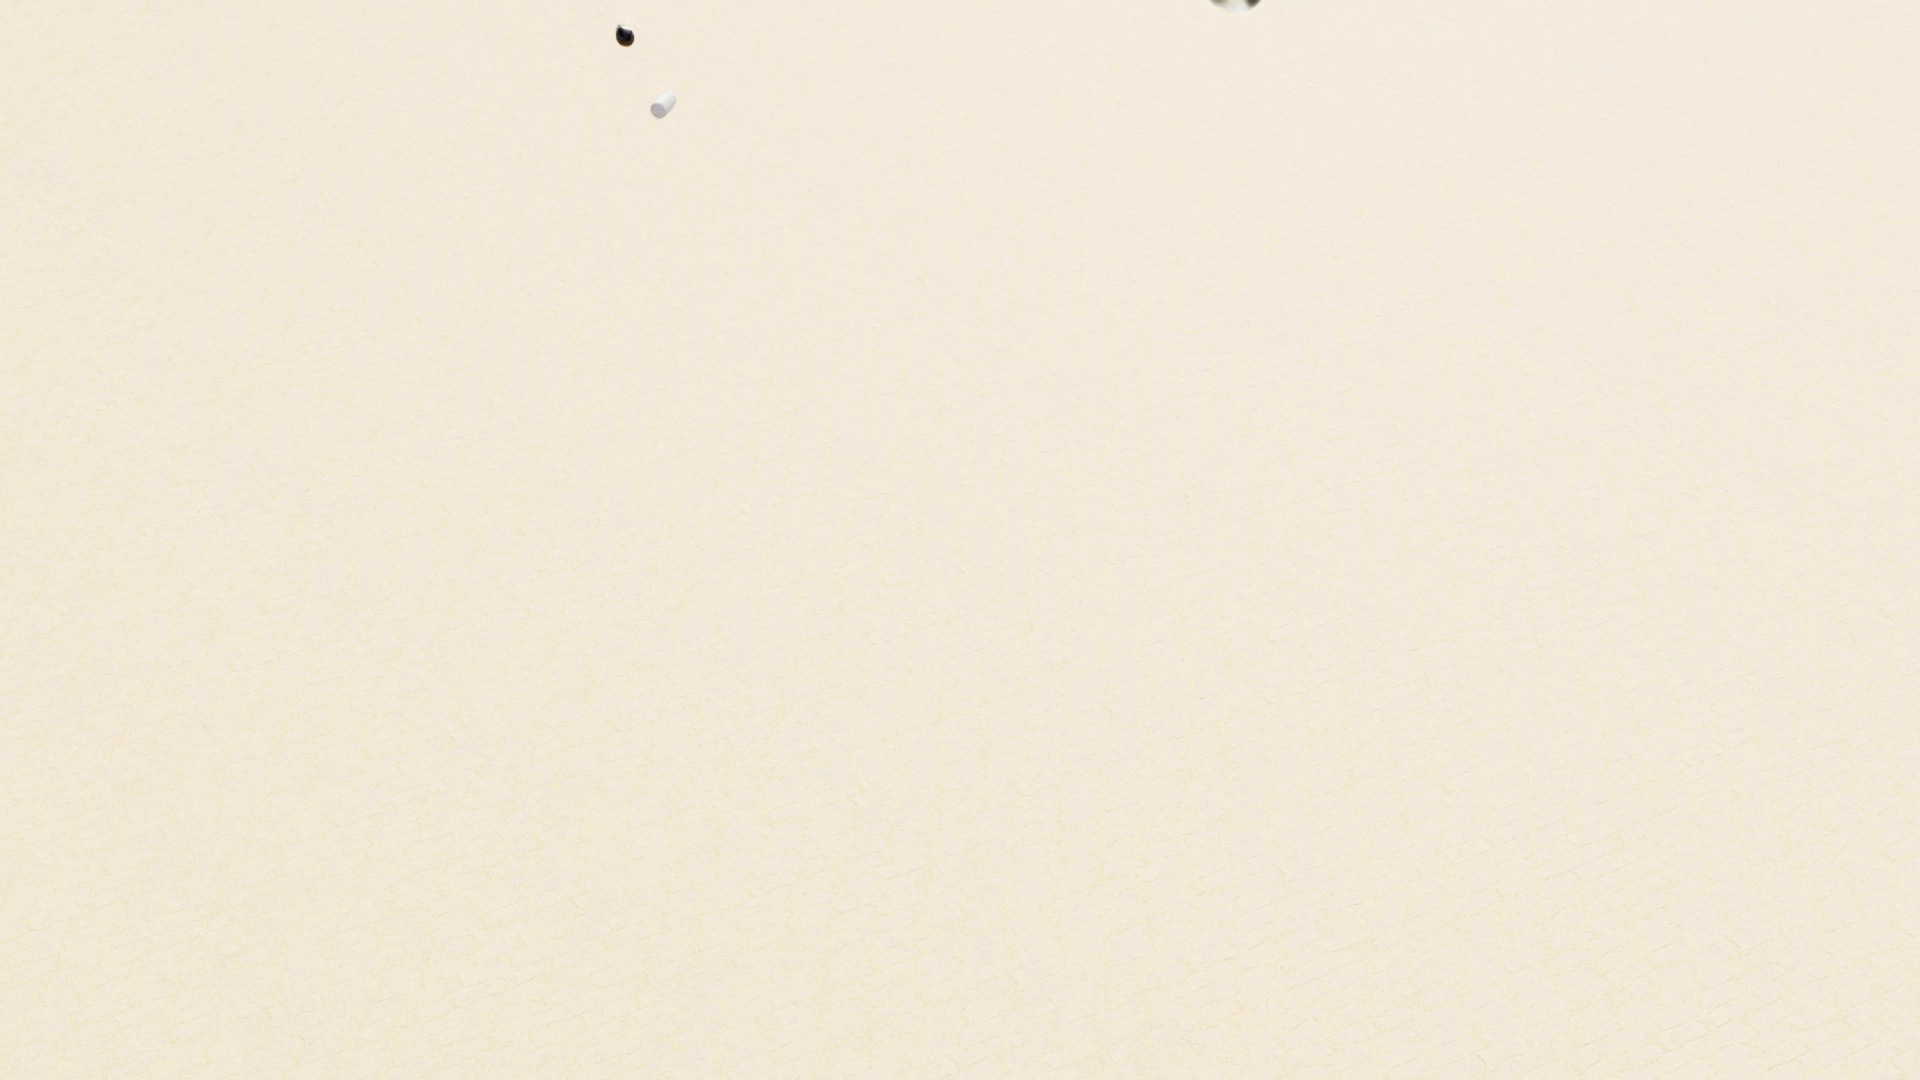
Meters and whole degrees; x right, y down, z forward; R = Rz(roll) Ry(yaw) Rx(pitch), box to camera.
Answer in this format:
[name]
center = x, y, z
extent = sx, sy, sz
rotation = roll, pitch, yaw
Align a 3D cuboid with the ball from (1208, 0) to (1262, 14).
[ball]
center = 0.903, -1.839, 9.592
extent = 0.229, 0.229, 0.229
rotation = 0, 33, 0
